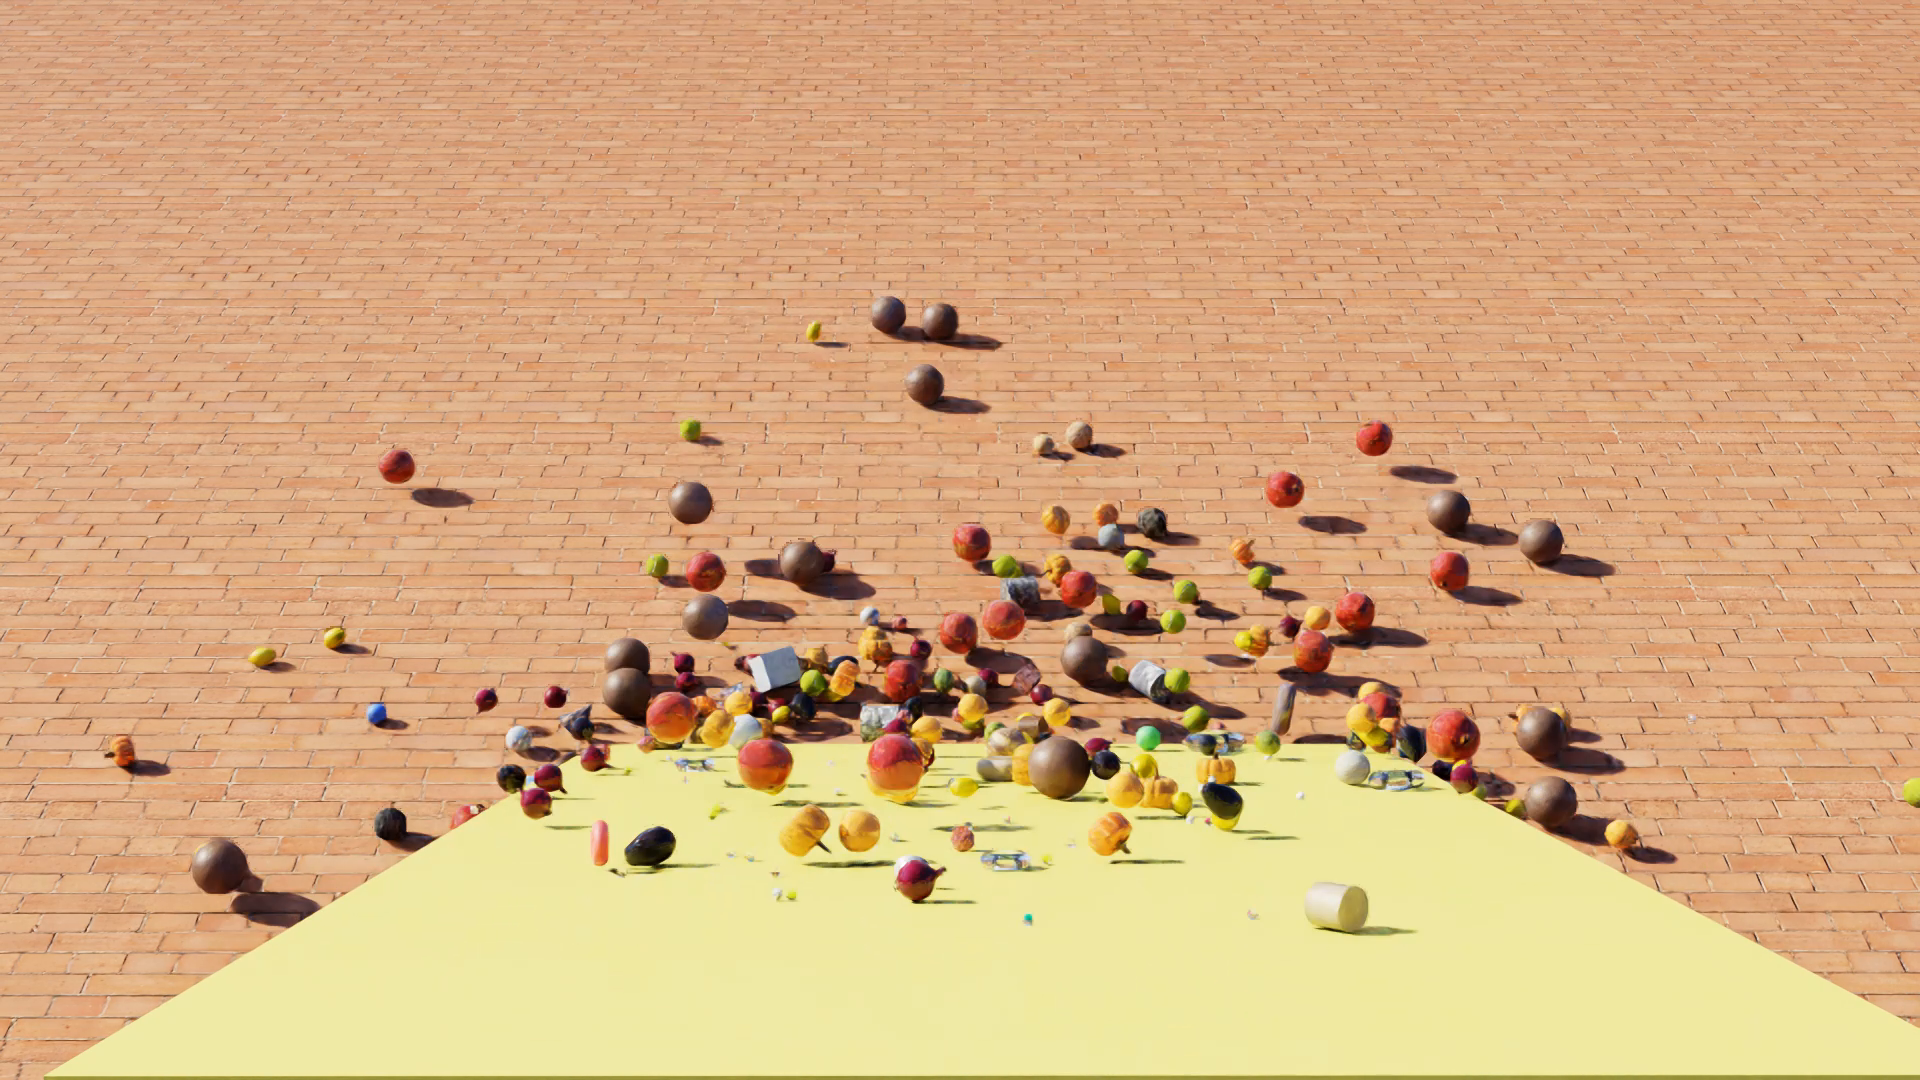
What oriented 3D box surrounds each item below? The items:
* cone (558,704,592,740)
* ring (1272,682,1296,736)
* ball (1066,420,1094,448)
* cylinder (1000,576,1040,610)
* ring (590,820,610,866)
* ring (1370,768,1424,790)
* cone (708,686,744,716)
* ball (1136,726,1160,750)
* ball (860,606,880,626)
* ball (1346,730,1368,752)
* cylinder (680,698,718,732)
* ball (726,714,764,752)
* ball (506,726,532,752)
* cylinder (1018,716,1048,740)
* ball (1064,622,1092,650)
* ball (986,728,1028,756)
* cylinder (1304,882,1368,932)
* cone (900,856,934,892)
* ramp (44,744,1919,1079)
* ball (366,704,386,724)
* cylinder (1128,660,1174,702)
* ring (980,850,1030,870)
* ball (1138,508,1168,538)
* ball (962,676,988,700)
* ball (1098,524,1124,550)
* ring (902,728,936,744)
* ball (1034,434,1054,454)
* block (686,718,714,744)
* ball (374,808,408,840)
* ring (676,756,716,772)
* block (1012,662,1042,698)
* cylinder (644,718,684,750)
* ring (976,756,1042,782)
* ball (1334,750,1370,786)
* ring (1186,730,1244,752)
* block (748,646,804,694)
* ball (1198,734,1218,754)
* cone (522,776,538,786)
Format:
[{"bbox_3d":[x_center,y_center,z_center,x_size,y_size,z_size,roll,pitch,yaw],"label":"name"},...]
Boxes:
[{"bbox_3d":[-0.991,0.461,6.774,0.091,0.091,0.091,-48,40,-1],"label":"cone"},{"bbox_3d":[0.845,0.442,6.758,0.047,0.141,0.141,10,30,5],"label":"ring"},{"bbox_3d":[0.381,-0.336,8.266,0.090,0.090,0.090,0,29,0],"label":"ball"},{"bbox_3d":[0.171,0.151,7.387,0.089,0.089,0.089,-7,30,-15],"label":"cylinder"},{"bbox_3d":[-0.585,0.492,4.198,0.025,0.075,0.075,1,28,-13],"label":"ring"},{"bbox_3d":[0.931,0.510,5.507,0.119,0.040,0.119,-2,-3,0],"label":"ring"},{"bbox_3d":[-0.632,0.423,6.912,0.089,0.089,0.089,14,31,10],"label":"cone"},{"bbox_3d":[0.469,0.493,6.439,0.063,0.063,0.063,0,29,0],"label":"ball"},{"bbox_3d":[-0.253,0.216,7.309,0.056,0.056,0.056,0,29,0],"label":"ball"},{"bbox_3d":[0.976,0.497,6.361,0.055,0.055,0.055,0,29,0],"label":"ball"},{"bbox_3d":[-0.690,0.467,6.835,0.077,0.077,0.077,9,29,16],"label":"cylinder"},{"bbox_3d":[-0.535,0.479,6.418,0.093,0.093,0.093,0,29,0],"label":"ball"},{"bbox_3d":[-1.151,0.520,6.750,0.068,0.068,0.068,0,29,0],"label":"ball"},{"bbox_3d":[0.188,0.485,6.658,0.060,0.060,0.060,-3,25,28],"label":"cylinder"},{"bbox_3d":[0.329,0.265,7.197,0.079,0.079,0.079,0,29,0],"label":"ball"},{"bbox_3d":[0.109,0.479,5.946,0.097,0.097,0.097,0,29,0],"label":"ball"},{"bbox_3d":[0.520,0.507,3.573,0.063,0.063,0.063,-25,18,-38],"label":"cylinder"},{"bbox_3d":[-0.076,0.525,3.976,0.059,0.059,0.059,12,59,21],"label":"cone"},{"bbox_3d":[0.065,0.585,4.633,2.000,0.100,4.000,0,0,0],"label":"ramp"},{"bbox_3d":[-1.550,0.462,6.871,0.053,0.053,0.053,0,29,0],"label":"ball"},{"bbox_3d":[0.517,0.381,6.982,0.087,0.087,0.087,-20,35,-32],"label":"cylinder"},{"bbox_3d":[0.075,0.523,4.222,0.083,0.028,0.083,-1,-1,0],"label":"ring"},{"bbox_3d":[0.576,-0.053,7.758,0.089,0.089,0.089,0,29,0],"label":"ball"},{"bbox_3d":[0.040,0.399,6.968,0.068,0.068,0.068,0,29,0],"label":"ball"},{"bbox_3d":[0.450,-0.008,7.687,0.080,0.080,0.080,0,29,0],"label":"ball"},{"bbox_3d":[-0.115,0.512,6.758,0.107,0.036,0.107,-1,-2,0],"label":"ring"},{"bbox_3d":[0.266,-0.304,8.234,0.066,0.066,0.066,0,29,0],"label":"ball"},{"bbox_3d":[-0.670,0.494,6.669,0.062,0.062,0.062,0,0,-15],"label":"block"},{"bbox_3d":[-1.411,0.704,6.406,0.082,0.082,0.082,0,29,0],"label":"ball"},{"bbox_3d":[-0.606,0.513,5.917,0.092,0.031,0.092,0,2,0],"label":"ring"},{"bbox_3d":[0.180,0.377,6.969,0.054,0.054,0.054,35,49,11],"label":"block"},{"bbox_3d":[-0.739,0.486,6.475,0.077,0.077,0.077,0,28,16],"label":"cylinder"},{"bbox_3d":[0.108,0.505,5.714,0.148,0.049,0.148,-1,-1,0],"label":"ring"},{"bbox_3d":[0.846,0.491,5.570,0.076,0.076,0.076,0,29,0],"label":"ball"},{"bbox_3d":[0.634,0.502,6.438,0.144,0.048,0.144,-1,0,0],"label":"ring"},{"bbox_3d":[-0.498,0.350,6.986,0.096,0.096,0.096,-16,-5,-27],"label":"block"},{"bbox_3d":[0.605,0.500,6.325,0.050,0.050,0.050,0,29,0],"label":"ball"},{"bbox_3d":[-1.065,0.656,6.451,0.096,0.096,0.096,10,59,18],"label":"cone"}]
